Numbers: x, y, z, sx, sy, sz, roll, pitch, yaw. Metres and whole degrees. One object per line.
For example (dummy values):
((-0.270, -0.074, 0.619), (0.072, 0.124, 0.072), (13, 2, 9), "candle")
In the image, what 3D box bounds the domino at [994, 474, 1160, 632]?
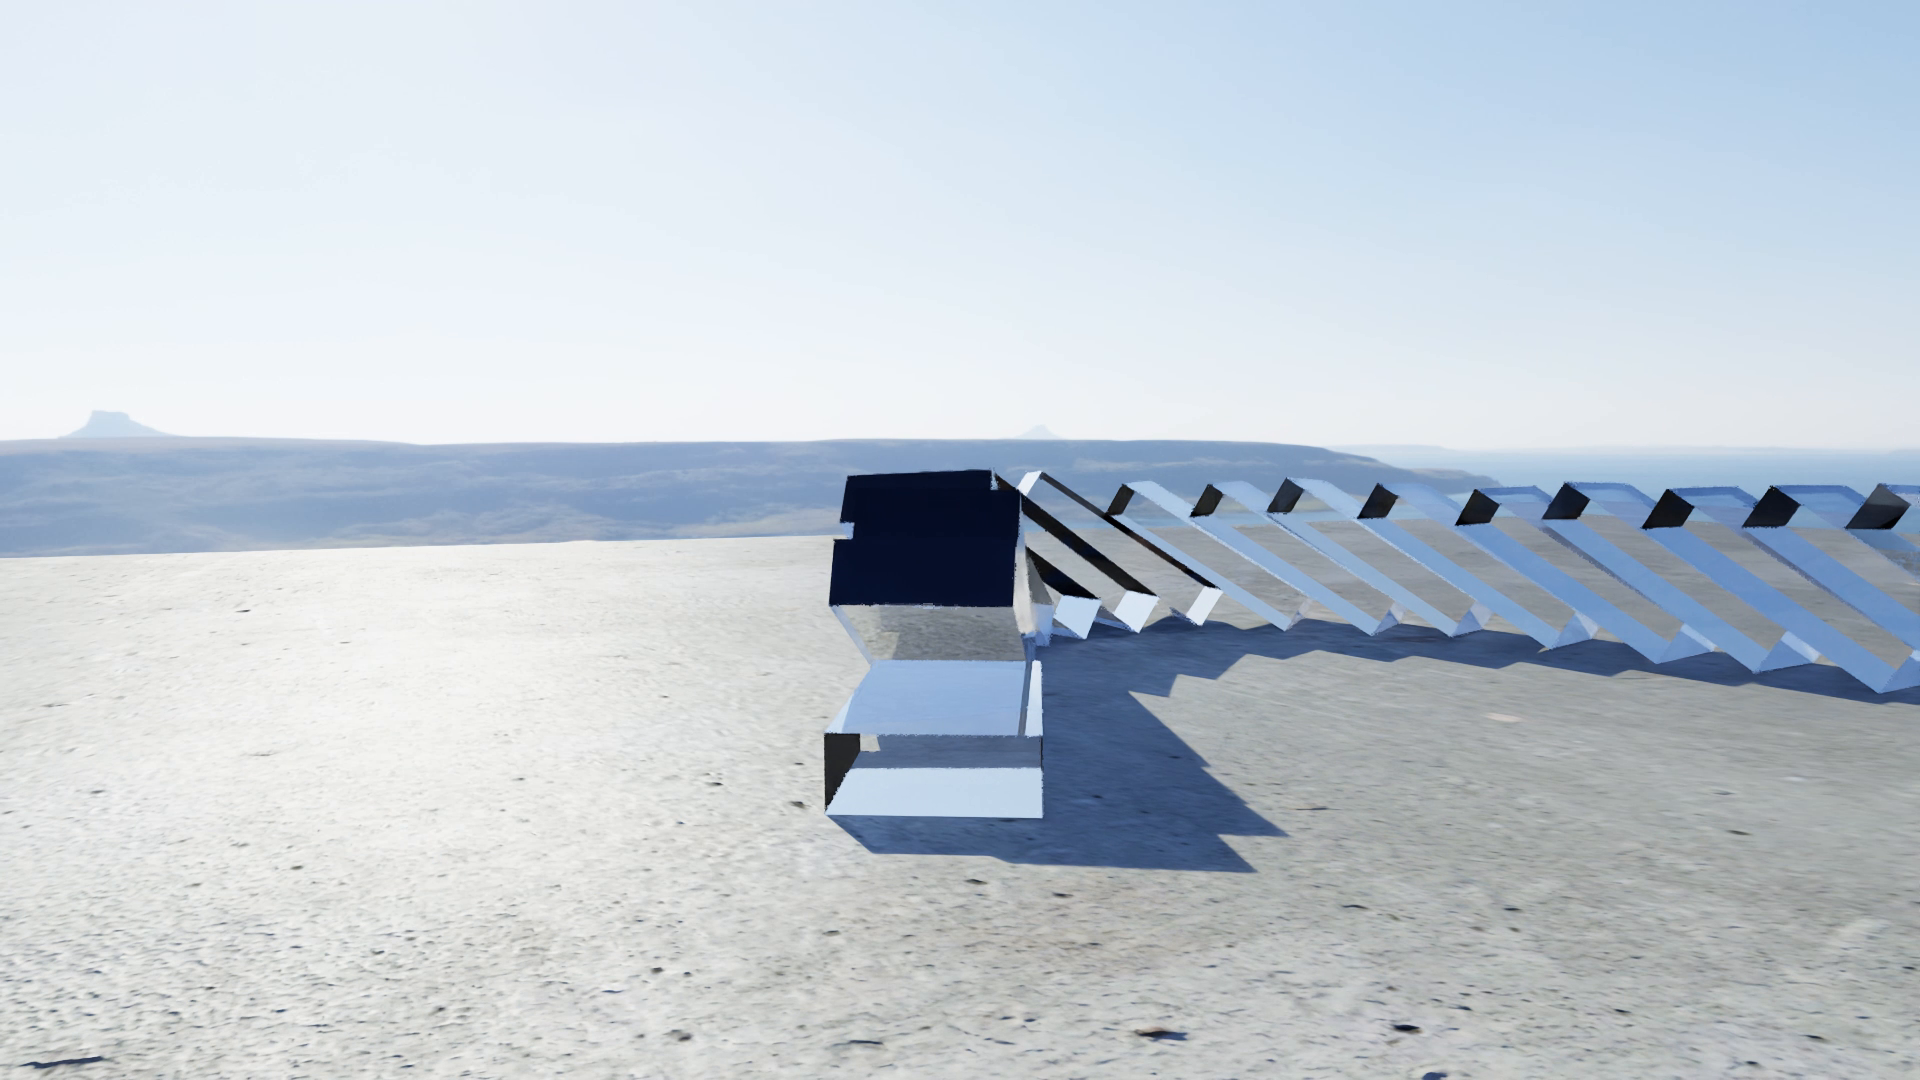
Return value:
((0.019, 0.003, 0.292), (0.050, 0.009, 0.025), (36, -10, -22), "domino")

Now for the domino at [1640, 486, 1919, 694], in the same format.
((0.158, 0.008, 0.240), (0.025, 0.009, 0.050), (-3, 36, -31), "domino")

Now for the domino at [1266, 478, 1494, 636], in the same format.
((0.098, 0.003, 0.296), (0.050, 0.009, 0.025), (39, 23, 30), "domino")

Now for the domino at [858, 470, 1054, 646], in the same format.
((0.000, 0.005, 0.250), (0.025, 0.010, 0.050), (-1, -32, 20), "domino")

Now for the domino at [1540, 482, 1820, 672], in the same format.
((0.145, 0.006, 0.256), (0.025, 0.009, 0.050), (-1, 35, -35), "domino")

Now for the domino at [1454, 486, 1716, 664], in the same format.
((0.133, 0.006, 0.270), (0.025, 0.010, 0.050), (-3, 35, -38), "domino")

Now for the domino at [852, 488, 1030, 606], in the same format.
((-0.001, 0.009, 0.215), (0.025, 0.010, 0.050), (1, -29, 6), "domino")

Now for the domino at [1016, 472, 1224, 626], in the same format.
((0.036, 0.002, 0.303), (0.050, 0.010, 0.025), (33, -1, -5), "domino")

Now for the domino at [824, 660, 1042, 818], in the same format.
((-0.002, 0.025, 0.171), (0.025, 0.009, 0.050), (0, 4, 3), "domino")

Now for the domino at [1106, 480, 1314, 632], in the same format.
((0.061, 0.003, 0.310), (0.050, 0.010, 0.025), (34, 16, 19), "domino")

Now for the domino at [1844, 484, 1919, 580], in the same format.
((0.177, 0.009, 0.210), (0.025, 0.009, 0.050), (0, 36, -27), "domino")

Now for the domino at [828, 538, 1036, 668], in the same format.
((-0.002, 0.013, 0.196), (0.025, 0.009, 0.050), (0, -20, 7), "domino")

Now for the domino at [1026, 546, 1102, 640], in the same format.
((0.005, 0.005, 0.276), (0.050, 0.010, 0.025), (35, -18, -34), "domino")

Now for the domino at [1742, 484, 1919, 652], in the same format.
((0.168, 0.008, 0.225), (0.025, 0.010, 0.050), (-1, 36, -29), "domino")

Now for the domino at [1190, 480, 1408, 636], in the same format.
((0.081, 0.003, 0.303), (0.050, 0.009, 0.025), (36, 21, 25), "domino")

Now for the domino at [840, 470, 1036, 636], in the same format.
((-0.002, 0.006, 0.233), (0.025, 0.009, 0.050), (-2, -32, 12), "domino")

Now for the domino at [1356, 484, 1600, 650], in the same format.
((0.116, 0.004, 0.284), (0.025, 0.010, 0.050), (-3, 35, -46), "domino")
